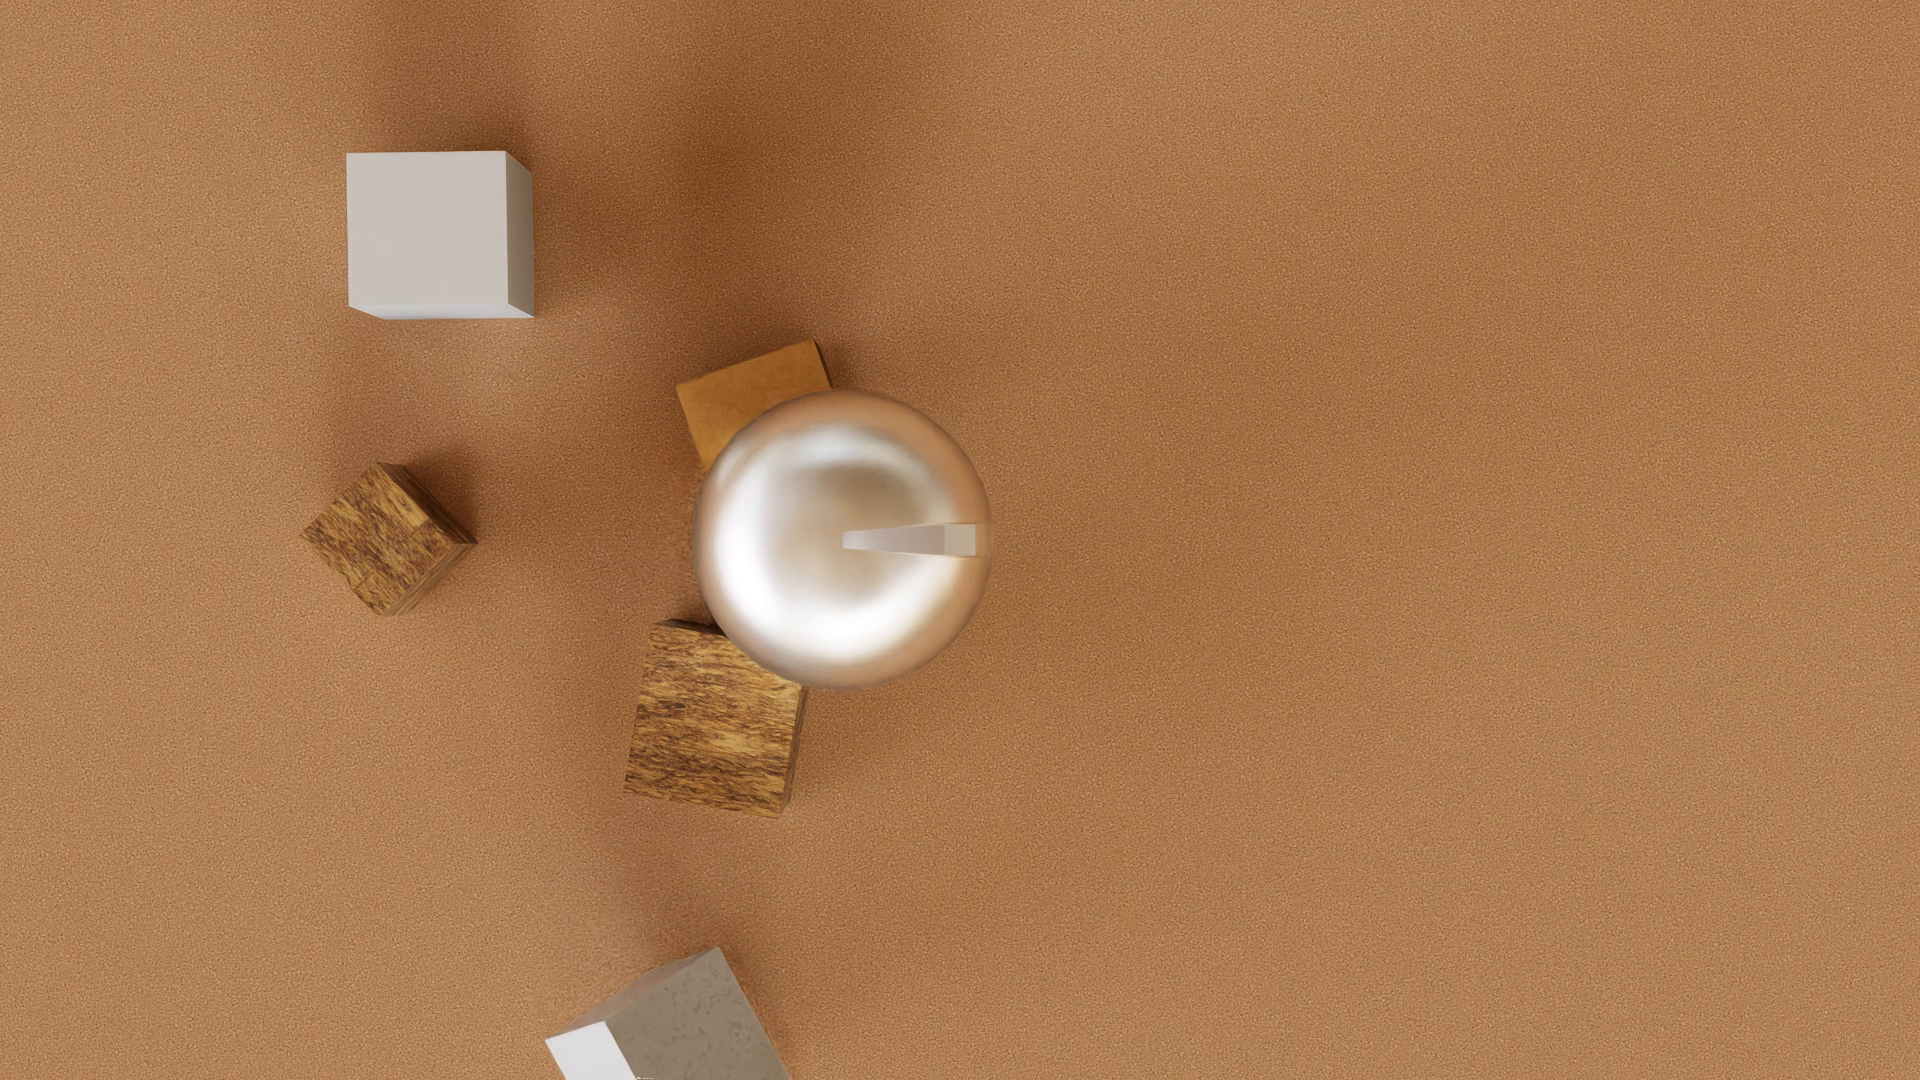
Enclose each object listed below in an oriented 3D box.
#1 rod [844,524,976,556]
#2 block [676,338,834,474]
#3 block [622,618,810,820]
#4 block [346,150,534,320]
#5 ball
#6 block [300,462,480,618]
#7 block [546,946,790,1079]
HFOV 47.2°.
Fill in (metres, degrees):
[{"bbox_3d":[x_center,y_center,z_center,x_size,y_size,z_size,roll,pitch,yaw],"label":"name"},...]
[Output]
[{"bbox_3d":[-0.267,0.000,8.272,0.080,5.200,0.080,0,90,-6],"label":"rod"},{"bbox_3d":[-1.098,-0.673,12.667,0.820,0.665,0.692,-19,90,0],"label":"block"},{"bbox_3d":[-1.355,1.004,12.577,0.872,0.846,0.947,10,90,0],"label":"block"},{"bbox_3d":[-2.964,-1.733,12.617,0.885,0.766,0.851,-1,90,0],"label":"block"},{"bbox_3d":[-0.616,0.000,11.654,1.600,1.600,1.600,0,90,0],"label":"ball"},{"bbox_3d":[-3.279,-0.002,12.683,0.597,0.634,0.645,-44,90,0],"label":"block"},{"bbox_3d":[-1.642,2.961,12.444,0.836,0.748,0.906,-29,90,-41],"label":"block"}]
